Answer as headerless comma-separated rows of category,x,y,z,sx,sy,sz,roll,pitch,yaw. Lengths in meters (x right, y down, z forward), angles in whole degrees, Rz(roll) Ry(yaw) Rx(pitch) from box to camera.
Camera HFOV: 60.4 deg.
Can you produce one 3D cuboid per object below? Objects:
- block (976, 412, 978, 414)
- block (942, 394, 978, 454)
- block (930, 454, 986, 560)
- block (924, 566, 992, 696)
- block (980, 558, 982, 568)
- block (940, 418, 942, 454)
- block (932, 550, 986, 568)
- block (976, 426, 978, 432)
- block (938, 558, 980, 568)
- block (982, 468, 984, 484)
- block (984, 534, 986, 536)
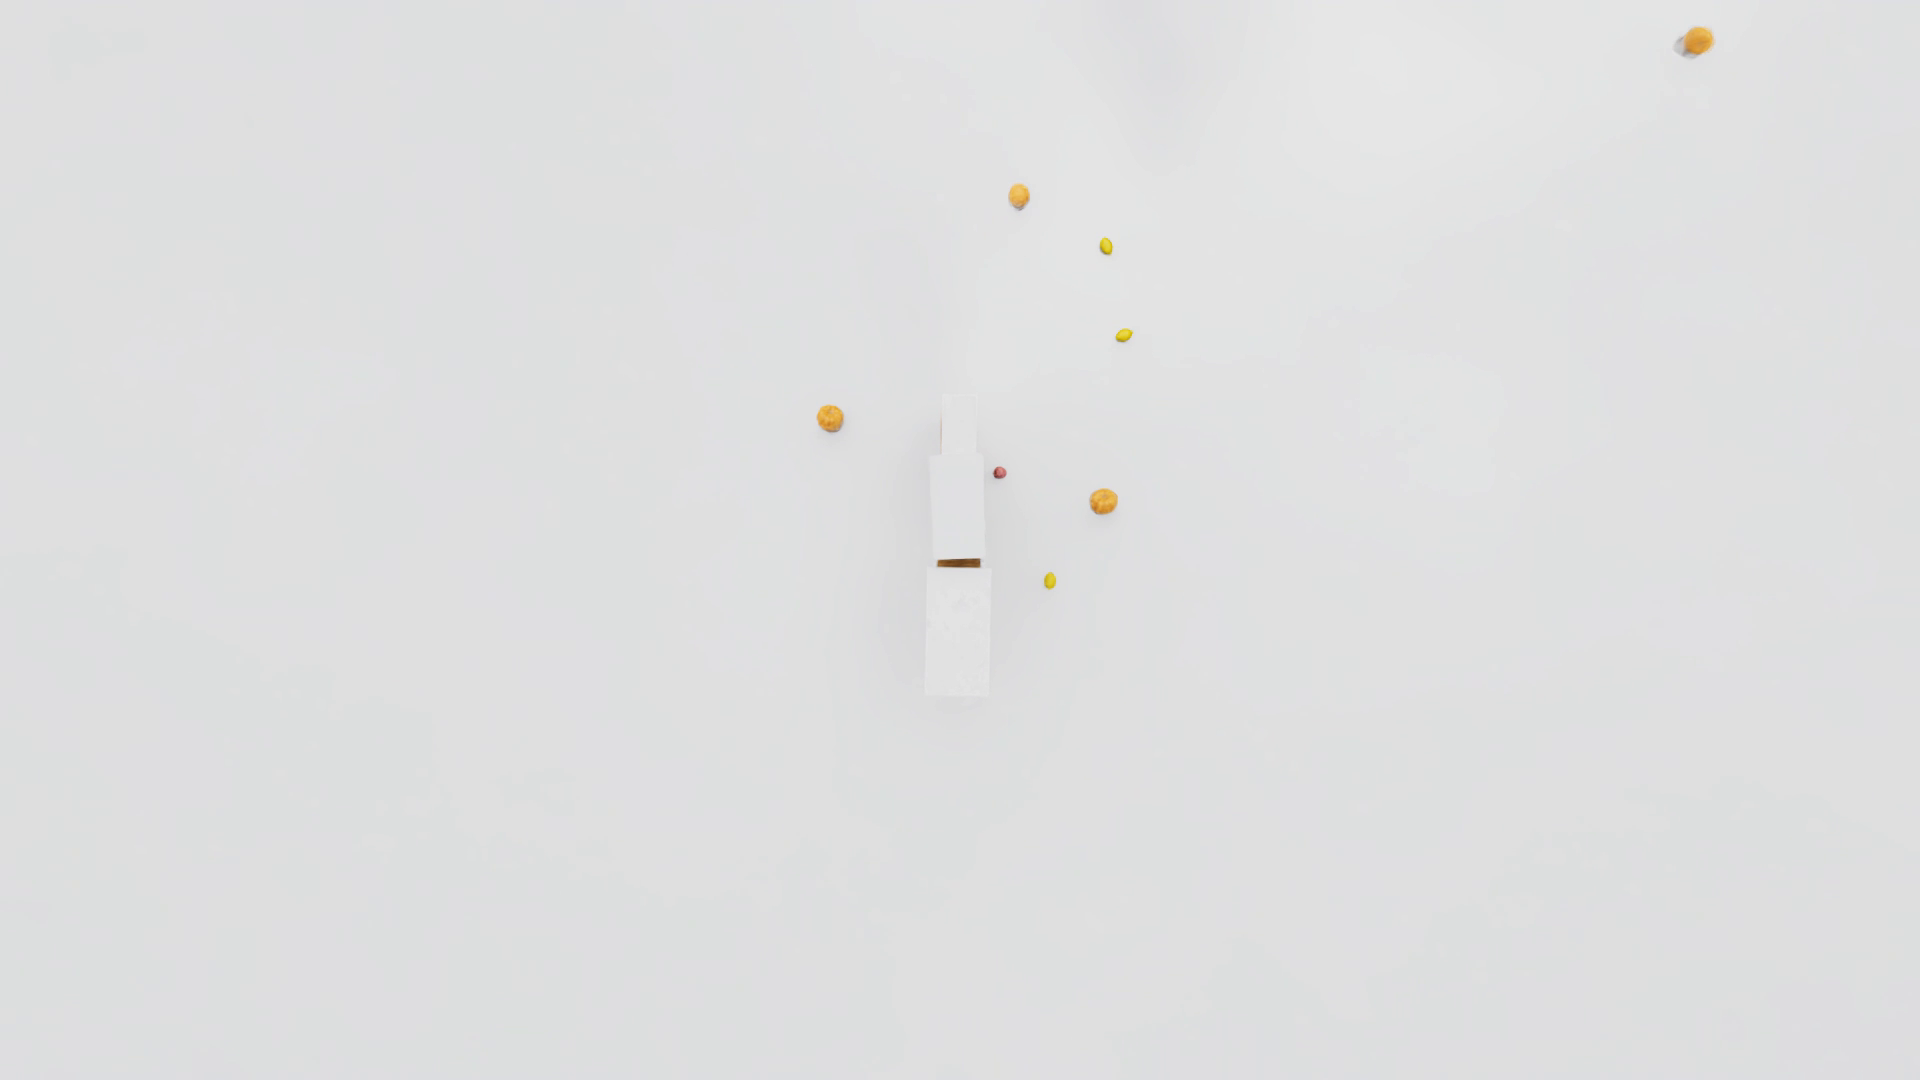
block,0.000,-0.393,5.186,0.103,0.629,0.029,0,90,0
block,-0.002,-0.326,4.857,0.103,0.029,0.205,1,90,0
block,-0.006,-0.091,4.522,0.143,0.040,0.285,-2,89,0
block,-0.005,0.253,4.568,0.177,0.050,0.354,1,90,0
block,0.001,0.061,4.991,0.126,0.252,0.036,5,90,0
block,-0.005,-0.265,5.092,0.111,0.031,0.221,0,90,0
block,-0.001,0.199,5.141,0.168,0.048,0.336,0,90,0
block,-0.003,-0.339,5.219,0.111,0.221,0.031,1,90,0
block,-0.004,-0.020,4.846,0.126,0.036,0.252,-1,90,0
block,-0.008,-0.175,4.810,0.143,0.533,0.040,0,90,0
block,-0.001,0.012,4.685,0.143,0.285,0.040,0,86,0
